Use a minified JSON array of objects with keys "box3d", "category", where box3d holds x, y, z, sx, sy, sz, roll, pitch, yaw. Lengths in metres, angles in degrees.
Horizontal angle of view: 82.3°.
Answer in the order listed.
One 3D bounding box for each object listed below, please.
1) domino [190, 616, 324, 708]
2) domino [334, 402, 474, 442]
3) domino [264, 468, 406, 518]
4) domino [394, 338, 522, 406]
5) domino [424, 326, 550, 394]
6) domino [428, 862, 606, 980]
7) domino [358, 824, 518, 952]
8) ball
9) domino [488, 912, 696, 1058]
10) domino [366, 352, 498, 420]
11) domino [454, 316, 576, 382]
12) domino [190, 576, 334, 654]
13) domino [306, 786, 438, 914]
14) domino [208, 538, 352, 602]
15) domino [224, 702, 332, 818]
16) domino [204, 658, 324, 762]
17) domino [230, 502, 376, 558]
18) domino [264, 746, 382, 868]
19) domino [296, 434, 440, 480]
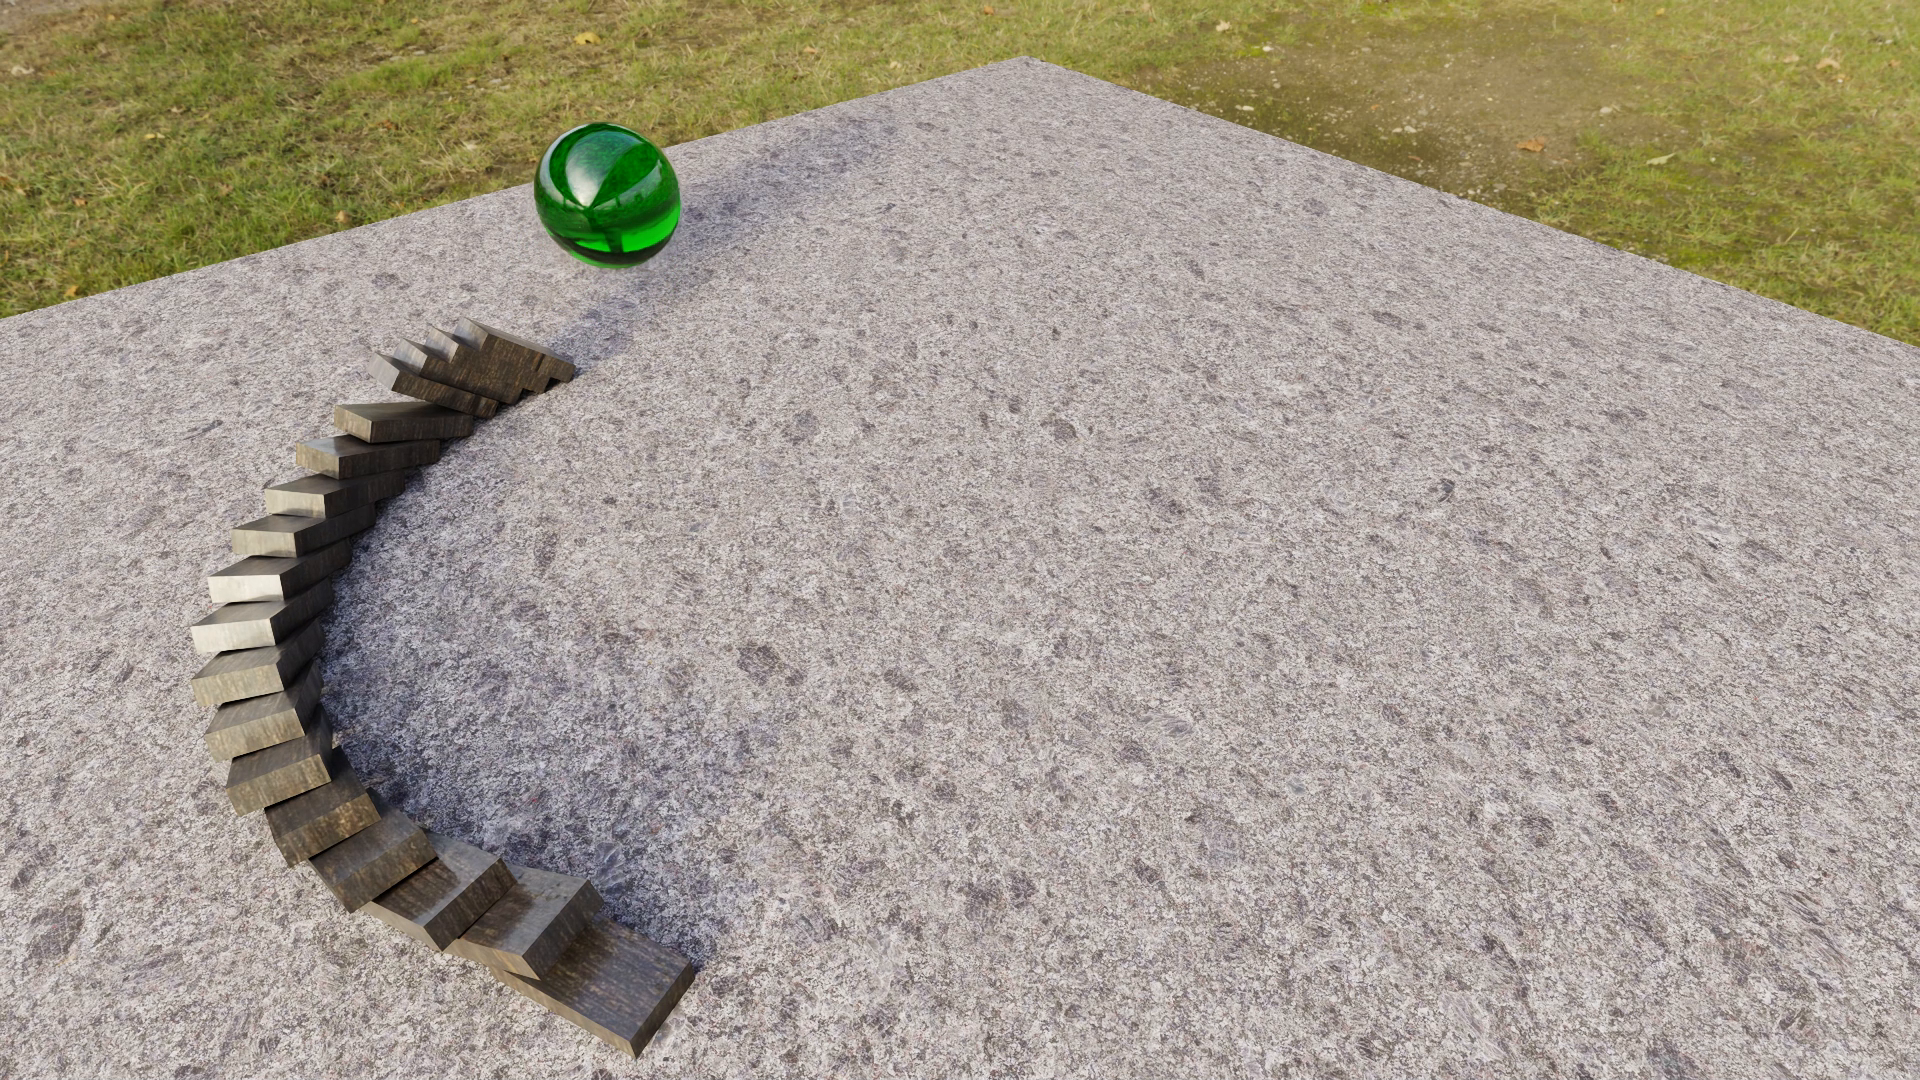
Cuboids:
[{"box3d":[-0.240,0.041,0.378,0.025,0.010,0.050,-11,17,-13],"category":"domino"},{"box3d":[-0.248,-0.053,0.492,0.025,0.009,0.050,21,18,24],"category":"domino"},{"box3d":[-0.256,-0.021,0.453,0.025,0.010,0.050,6,16,7],"category":"domino"},{"box3d":[-0.234,-0.079,0.515,0.025,0.009,0.050,31,7,32],"category":"domino"},{"box3d":[-0.224,-0.085,0.523,0.025,0.009,0.050,31,7,32],"category":"domino"},{"box3d":[-0.125,0.103,0.303,0.050,0.009,0.025,-3,33,33],"category":"domino"},{"box3d":[-0.151,0.097,0.311,0.050,0.009,0.025,2,34,38],"category":"domino"},{"box3d":[-0.200,-0.196,0.627,0.080,0.080,0.080,0,39,0],"category":"ball"},{"box3d":[-0.101,0.117,0.300,0.050,0.009,0.025,18,43,20],"category":"domino"},{"box3d":[-0.242,-0.070,0.505,0.025,0.009,0.050,31,7,32],"category":"domino"},{"box3d":[-0.214,-0.092,0.531,0.025,0.009,0.050,31,7,32],"category":"domino"},{"box3d":[-0.250,0.026,0.396,0.025,0.009,0.050,-6,16,-7],"category":"domino"},{"box3d":[-0.174,0.089,0.320,0.050,0.010,0.025,6,33,47],"category":"domino"},{"box3d":[-0.255,0.011,0.415,0.025,0.010,0.050,-2,16,-2],"category":"domino"},{"box3d":[-0.213,0.068,0.345,0.025,0.010,0.050,-21,20,-24],"category":"domino"},{"box3d":[-0.227,0.055,0.361,0.025,0.010,0.050,-17,19,-20],"category":"domino"},{"box3d":[-0.258,-0.005,0.435,0.025,0.010,0.050,3,16,4],"category":"domino"},{"box3d":[-0.194,0.079,0.332,0.025,0.009,0.050,-29,24,-30],"category":"domino"},{"box3d":[-0.255,-0.038,0.475,0.025,0.009,0.050,17,19,20],"category":"domino"}]
